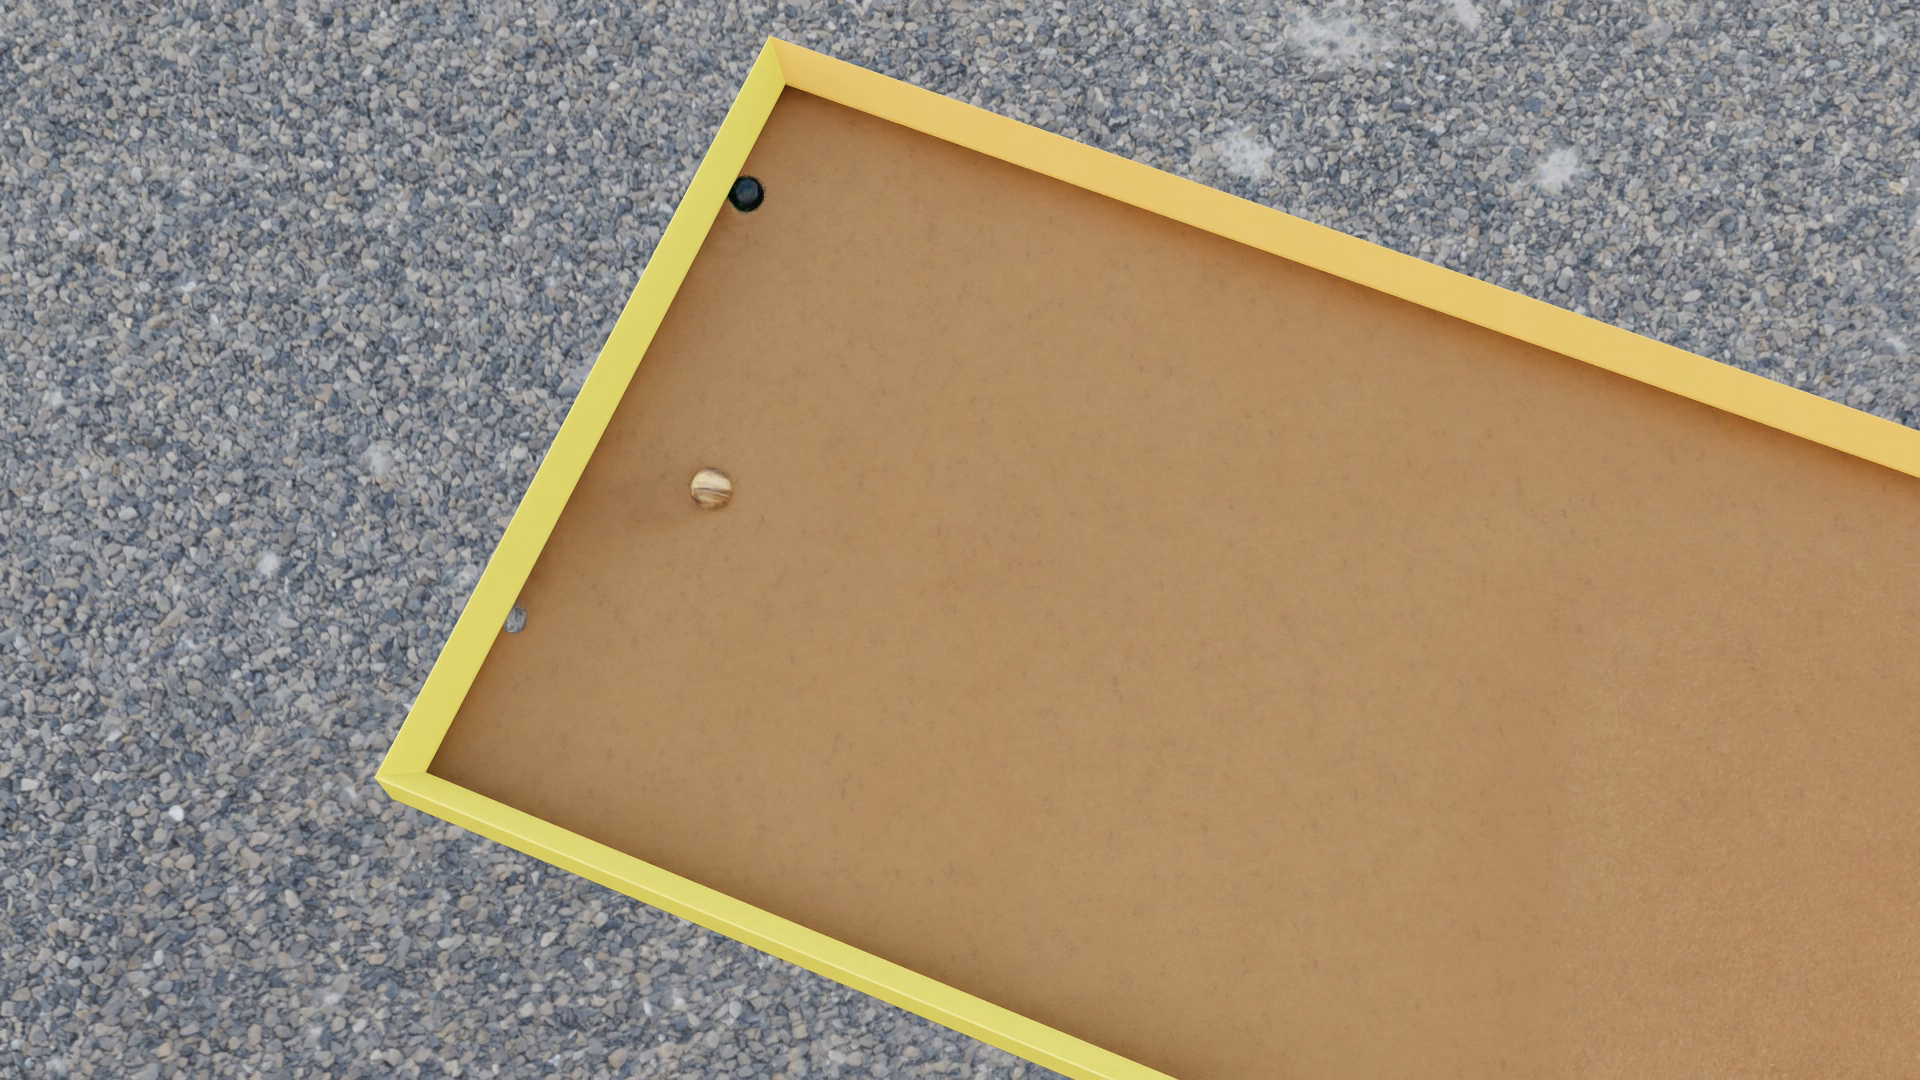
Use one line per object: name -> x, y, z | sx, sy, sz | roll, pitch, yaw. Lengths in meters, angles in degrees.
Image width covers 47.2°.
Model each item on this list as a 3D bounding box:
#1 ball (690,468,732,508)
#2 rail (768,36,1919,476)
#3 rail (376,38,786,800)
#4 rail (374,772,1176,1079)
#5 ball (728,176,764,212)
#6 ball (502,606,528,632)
ball -> -0.402, -0.083, 3.551 | 0.065, 0.065, 0.065 | 0, 67, 0
rail -> 0.864, -0.379, 3.650 | 2.597, 0.112, 0.045 | 21, 69, 8
rail -> -0.579, -0.229, 3.587 | 0.045, 0.112, 1.439 | 21, 69, 8
rail -> 0.338, 0.808, 3.146 | 2.597, 0.112, 0.045 | 21, 69, 8
ball -> -0.366, -0.592, 3.769 | 0.062, 0.062, 0.062 | 0, 67, 0
ball -> -0.704, 0.125, 3.476 | 0.041, 0.041, 0.041 | 0, 67, 0
